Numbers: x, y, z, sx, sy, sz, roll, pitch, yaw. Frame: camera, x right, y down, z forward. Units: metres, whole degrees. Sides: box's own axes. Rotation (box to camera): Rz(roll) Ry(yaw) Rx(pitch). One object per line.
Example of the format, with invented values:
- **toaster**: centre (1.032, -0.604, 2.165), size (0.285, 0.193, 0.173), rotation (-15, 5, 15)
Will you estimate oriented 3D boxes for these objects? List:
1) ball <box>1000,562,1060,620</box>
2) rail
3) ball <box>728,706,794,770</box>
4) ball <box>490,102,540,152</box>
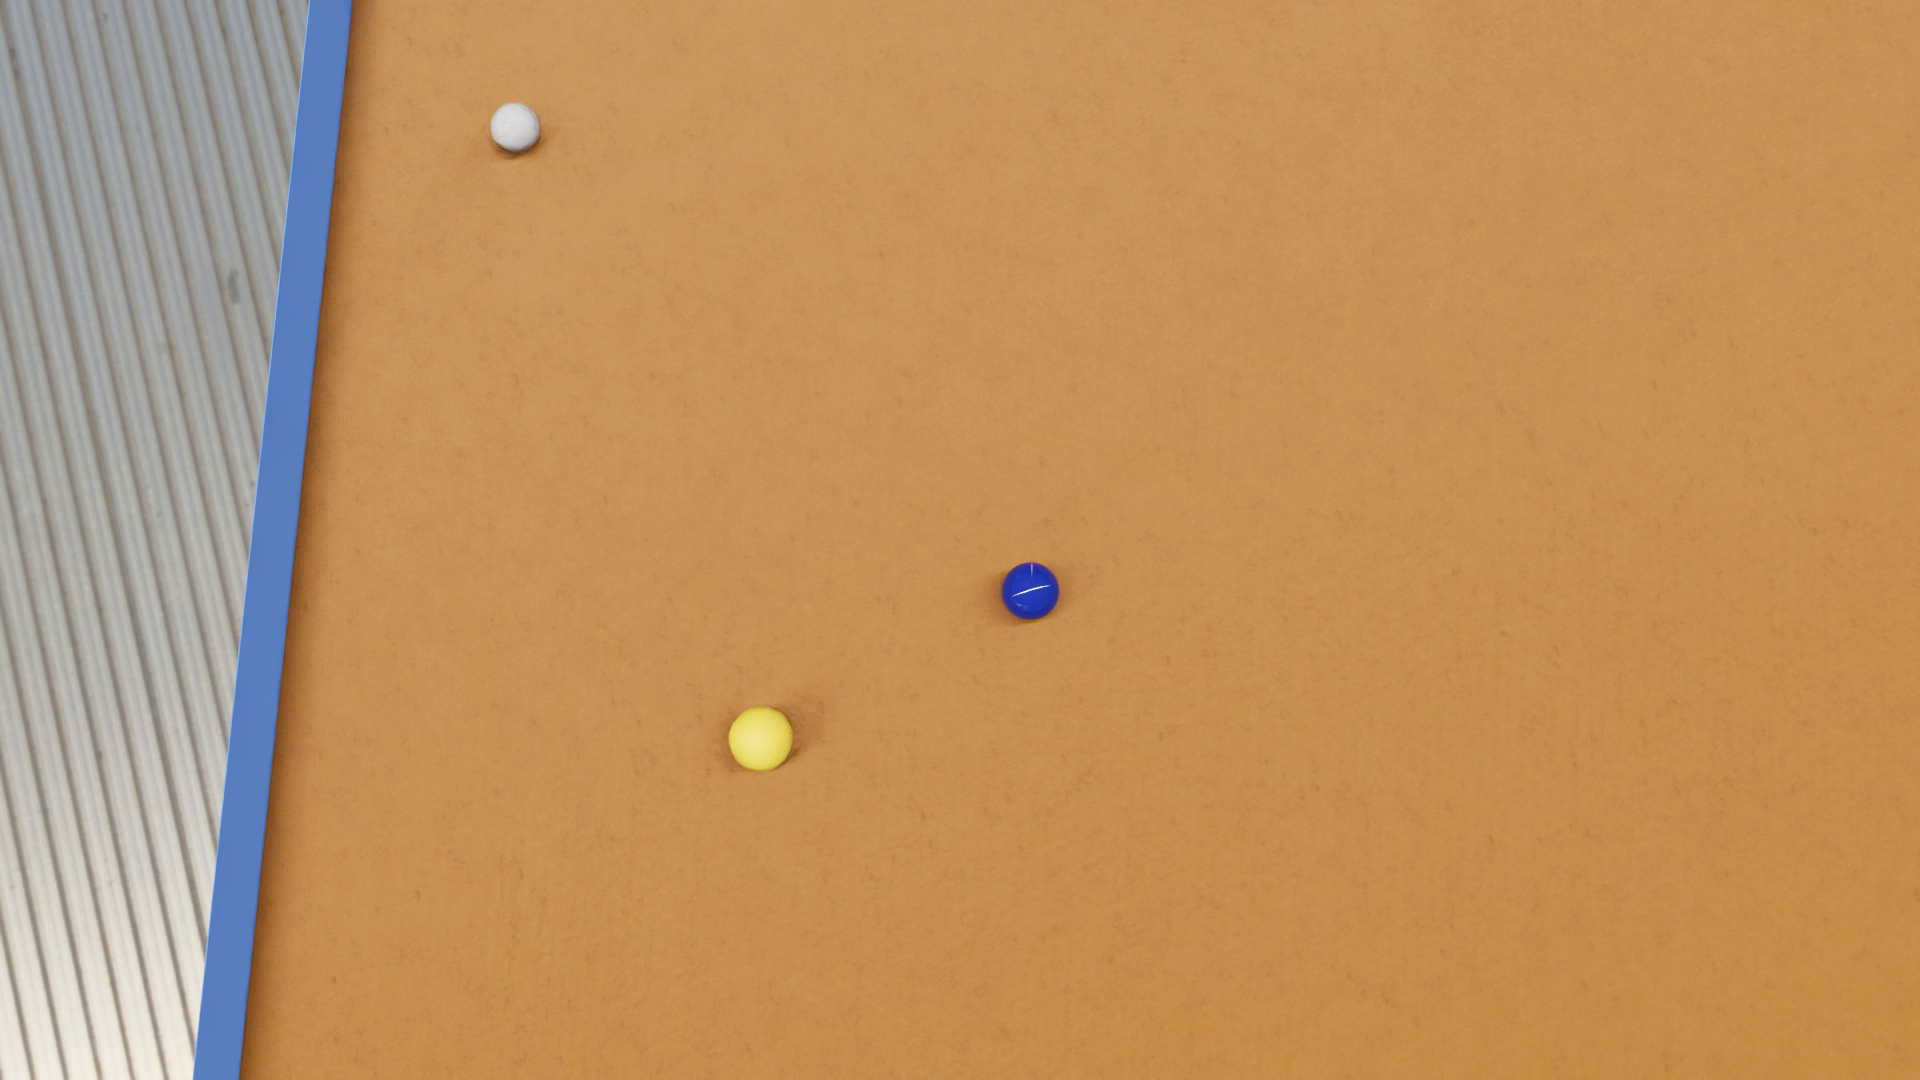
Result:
- **ball**: centre (0.104, 0.076, 3.247), size (0.087, 0.087, 0.087), rotation (0, 82, 0)
- **rail**: centre (-0.998, -0.064, 3.249), size (0.045, 0.122, 2.071), rotation (3, 82, 0)
- **ball**: centre (-0.290, 0.290, 3.213), size (0.094, 0.094, 0.094), rotation (0, 82, 0)
- **ball**: centre (-0.679, -0.629, 3.355), size (0.074, 0.074, 0.074), rotation (0, 82, 0)
